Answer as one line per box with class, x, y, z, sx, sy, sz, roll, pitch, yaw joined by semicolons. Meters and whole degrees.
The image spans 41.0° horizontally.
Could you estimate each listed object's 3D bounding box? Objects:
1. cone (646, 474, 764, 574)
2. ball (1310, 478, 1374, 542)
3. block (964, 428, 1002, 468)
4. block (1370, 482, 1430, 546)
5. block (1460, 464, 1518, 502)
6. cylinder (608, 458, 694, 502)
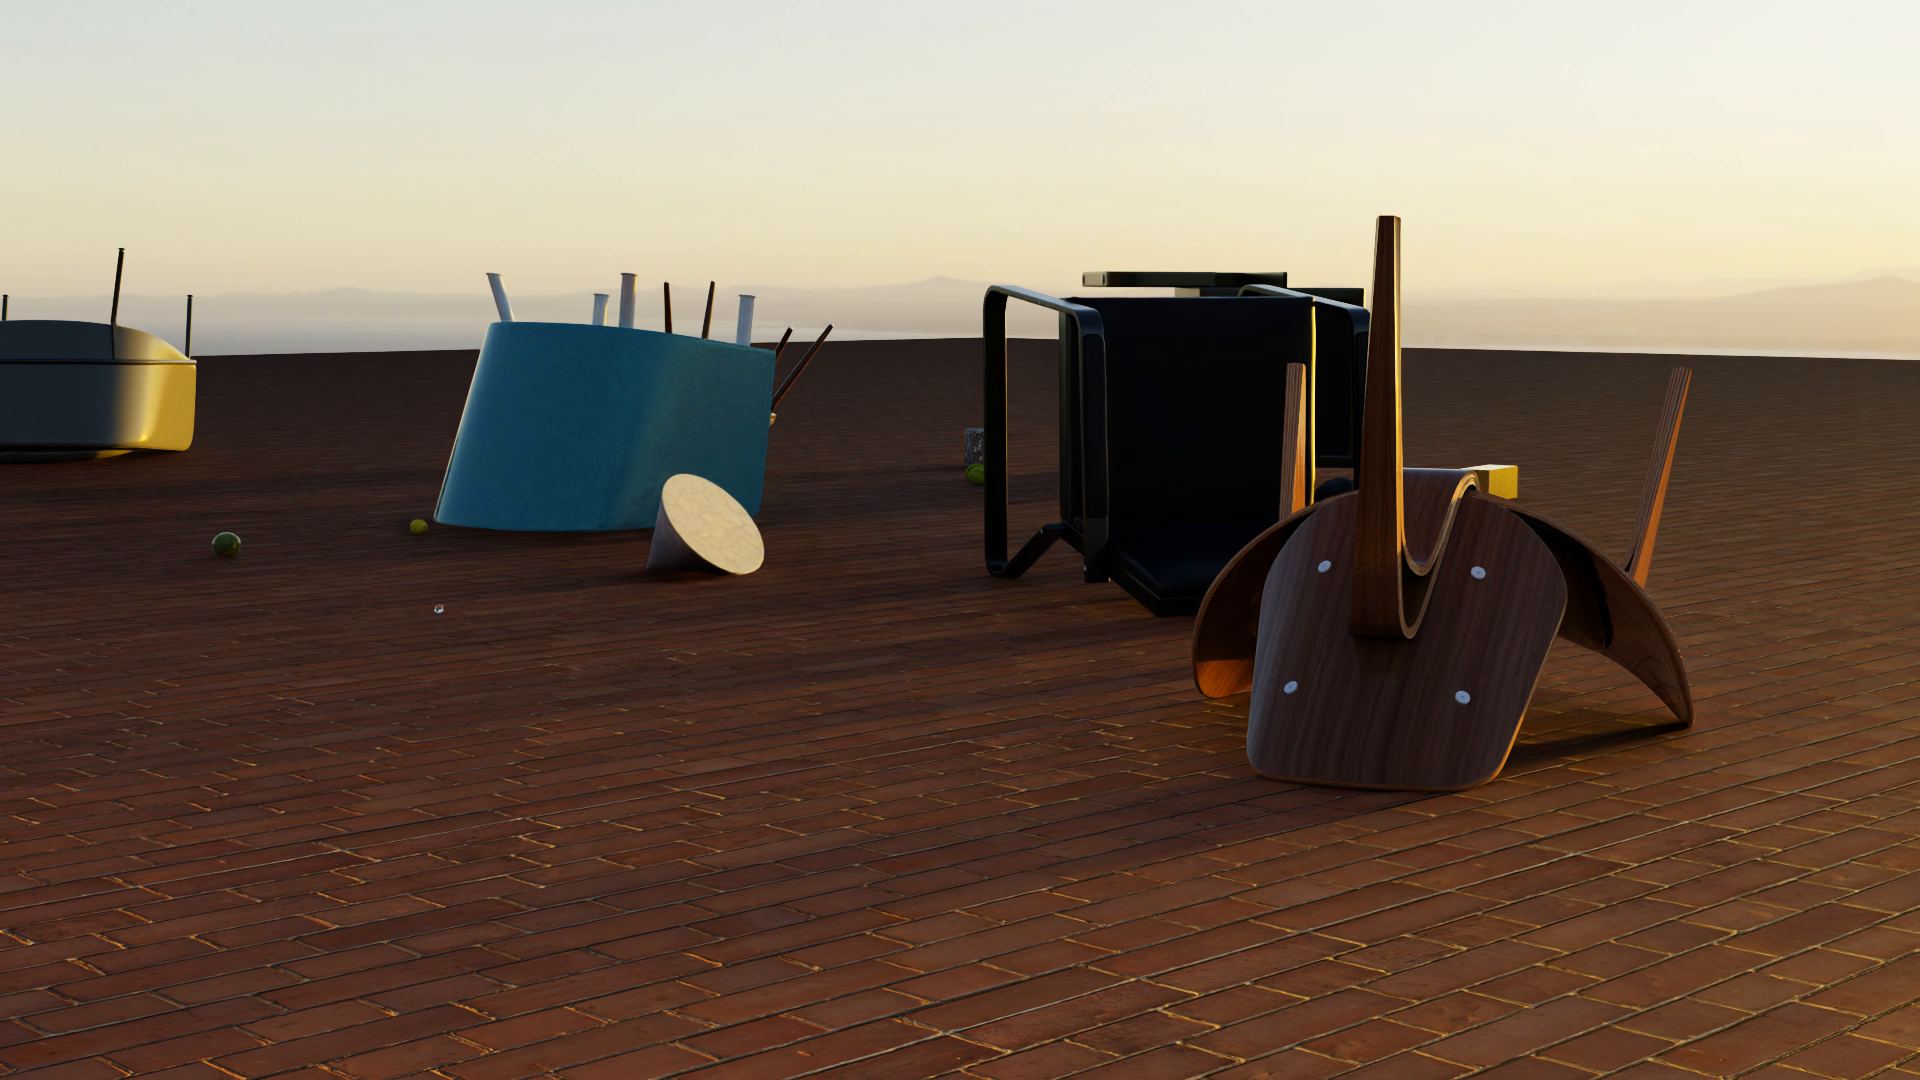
cone;-0.625;0.015;5.722;0.212;0.244;0.331;-32;-31;25
ball;0.949;-0.076;6.376;0.158;0.158;0.158;0;6;0
block;0.079;-0.319;8.886;0.099;0.127;0.209;-1;6;-8
block;1.089;-0.066;6.356;0.096;0.143;0.181;-1;6;-7
block;1.561;-0.168;7.579;0.093;0.094;0.205;4;7;35
cylinder;-0.912;-0.175;7.565;0.116;0.113;0.256;-2;4;34
